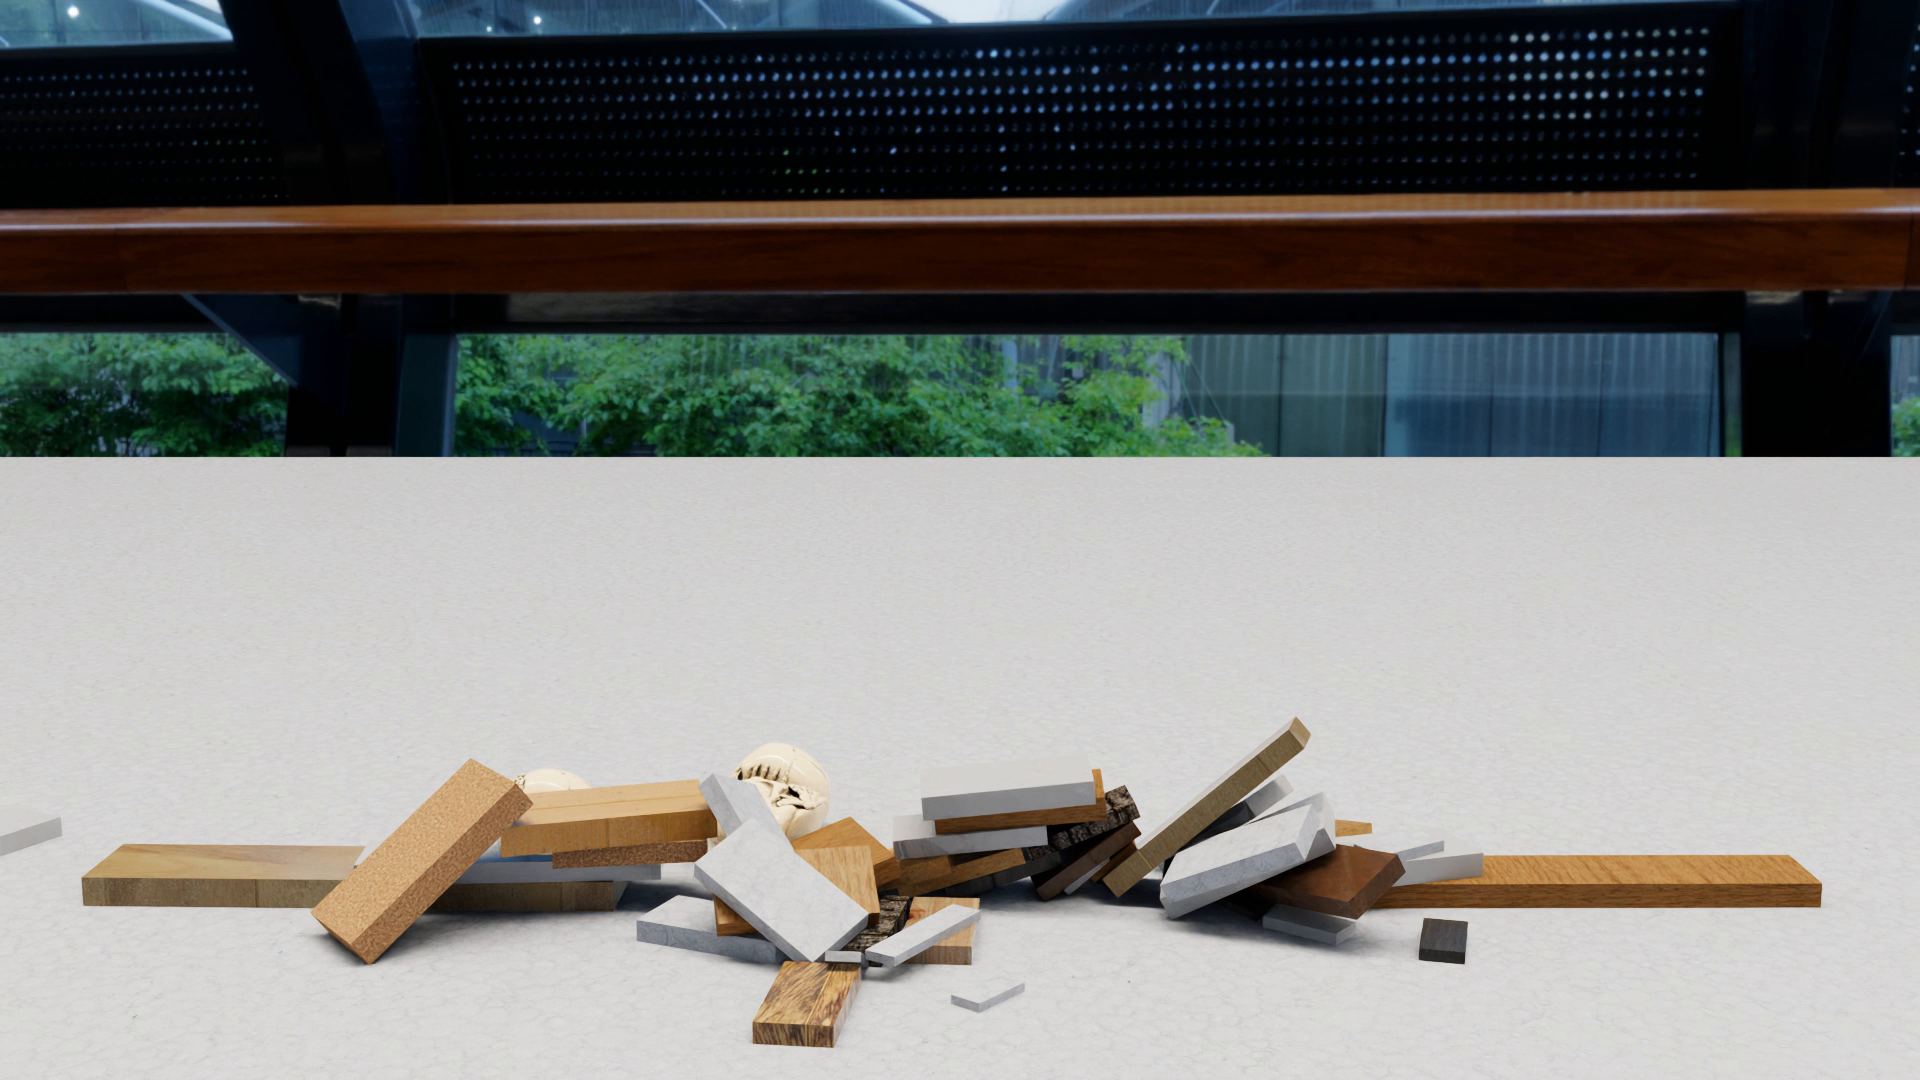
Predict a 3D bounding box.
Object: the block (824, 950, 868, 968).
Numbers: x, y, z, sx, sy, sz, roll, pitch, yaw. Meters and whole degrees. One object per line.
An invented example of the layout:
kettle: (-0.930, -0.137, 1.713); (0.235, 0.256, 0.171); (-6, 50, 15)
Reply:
block: (-0.169, 0.629, 3.293); (0.053, 0.015, 0.106); (1, -16, 4)

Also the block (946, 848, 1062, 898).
block: (0.067, 0.547, 3.679); (0.195, 0.028, 0.098); (-17, 12, -4)

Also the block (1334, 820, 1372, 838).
block: (0.581, 0.527, 3.842); (0.253, 0.036, 0.126); (-6, 0, -28)

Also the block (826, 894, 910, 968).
block: (-0.157, 0.612, 3.462); (0.115, 0.033, 0.230); (2, 11, 9)

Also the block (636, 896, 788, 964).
block: (-0.369, 0.611, 3.457); (0.248, 0.035, 0.124); (5, 11, 24)

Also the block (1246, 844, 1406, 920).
block: (0.575, 0.533, 3.485); (0.122, 0.035, 0.244); (-37, 20, -28)

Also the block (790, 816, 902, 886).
block: (-0.199, 0.532, 3.659); (0.126, 0.036, 0.282); (-21, 12, -14)

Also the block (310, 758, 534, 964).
block: (-0.850, 0.502, 3.473); (0.346, 0.049, 0.173); (-46, 32, -21)

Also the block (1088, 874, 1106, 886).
block: (0.220, 0.554, 3.737); (0.013, 0.046, 0.092); (-8, 13, -44)

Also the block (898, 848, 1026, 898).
block: (-0.001, 0.538, 3.670); (0.214, 0.030, 0.107); (-17, 12, 1)

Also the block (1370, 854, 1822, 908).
block: (0.993, 0.569, 3.669); (0.834, 0.041, 0.146); (0, 11, 0)

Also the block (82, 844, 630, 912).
block: (-1.000, 0.563, 3.679); (0.875, 0.049, 0.173); (0, 11, 2)

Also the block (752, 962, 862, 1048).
block: (-0.218, 0.667, 3.166); (0.115, 0.033, 0.230); (1, 11, 7)

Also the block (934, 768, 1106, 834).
block: (0.099, 0.433, 3.649); (0.280, 0.040, 0.140); (-5, 13, 2)

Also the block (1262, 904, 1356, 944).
block: (0.556, 0.612, 3.500); (0.131, 0.019, 0.066); (8, 13, 37)

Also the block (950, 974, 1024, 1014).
block: (0.041, 0.665, 3.226); (0.053, 0.015, 0.106); (9, 14, 39)

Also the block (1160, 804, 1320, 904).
block: (0.445, 0.498, 3.491); (0.244, 0.035, 0.122); (-23, 12, 29)

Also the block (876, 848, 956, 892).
block: (-0.116, 0.545, 3.648); (0.214, 0.030, 0.107); (-15, 12, 7)

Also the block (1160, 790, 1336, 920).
block: (0.468, 0.512, 3.573); (0.292, 0.041, 0.146); (-26, 11, 15)

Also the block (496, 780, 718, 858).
block: (-0.586, 0.454, 3.610); (0.347, 0.049, 0.173); (-3, 11, -17)

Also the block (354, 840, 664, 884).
block: (-0.737, 0.529, 3.633); (0.493, 0.035, 0.124); (-1, 11, -3)

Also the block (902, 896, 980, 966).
block: (-0.029, 0.614, 3.459); (0.107, 0.030, 0.214); (1, 11, 4)

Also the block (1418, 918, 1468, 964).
block: (0.754, 0.625, 3.429); (0.069, 0.020, 0.139); (3, 11, 14)

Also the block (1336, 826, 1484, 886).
block: (0.702, 0.530, 3.650); (0.292, 0.041, 0.146); (-3, 11, -17)

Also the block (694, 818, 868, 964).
block: (-0.275, 0.544, 3.375); (0.250, 0.035, 0.125); (35, 51, 23)

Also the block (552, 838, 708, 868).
block: (-0.541, 0.497, 3.611); (0.248, 0.035, 0.124); (-2, 11, -9)

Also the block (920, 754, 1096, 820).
block: (0.077, 0.404, 3.607); (0.280, 0.040, 0.140); (-6, 13, 0)

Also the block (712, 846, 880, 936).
block: (-0.258, 0.546, 3.428); (0.250, 0.035, 0.125); (-2, 48, -12)

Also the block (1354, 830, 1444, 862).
block: (0.722, 0.506, 3.617); (0.139, 0.020, 0.069); (-7, 13, -34)

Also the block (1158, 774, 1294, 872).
block: (0.445, 0.482, 3.738); (0.122, 0.035, 0.244); (-24, -12, -47)

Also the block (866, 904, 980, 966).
block: (-0.055, 0.606, 3.378); (0.053, 0.015, 0.238); (7, 13, 33)

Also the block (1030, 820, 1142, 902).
block: (0.207, 0.522, 3.672); (0.195, 0.028, 0.098); (-35, 13, 0)

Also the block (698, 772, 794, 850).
block: (-0.321, 0.494, 3.563); (0.250, 0.035, 0.125); (55, 14, 29)

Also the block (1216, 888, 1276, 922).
block: (0.455, 0.576, 3.597); (0.066, 0.019, 0.131); (-35, 34, -29)

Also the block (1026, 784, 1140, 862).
block: (0.198, 0.472, 3.668); (0.195, 0.028, 0.098); (-22, 12, -1)

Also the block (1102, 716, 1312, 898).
block: (0.408, 0.440, 3.631); (0.398, 0.040, 0.140); (-41, -5, 13)

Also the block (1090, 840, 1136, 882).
block: (0.253, 0.530, 3.672); (0.092, 0.013, 0.046); (-40, 12, 7)

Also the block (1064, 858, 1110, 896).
block: (0.209, 0.552, 3.673); (0.092, 0.013, 0.046); (-41, 12, 5)

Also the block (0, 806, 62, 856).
block: (-1.737, 0.531, 3.888); (0.126, 0.036, 0.253); (6, 12, 28)

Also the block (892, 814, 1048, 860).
block: (0.015, 0.481, 3.640); (0.251, 0.033, 0.115); (-6, 13, 0)
